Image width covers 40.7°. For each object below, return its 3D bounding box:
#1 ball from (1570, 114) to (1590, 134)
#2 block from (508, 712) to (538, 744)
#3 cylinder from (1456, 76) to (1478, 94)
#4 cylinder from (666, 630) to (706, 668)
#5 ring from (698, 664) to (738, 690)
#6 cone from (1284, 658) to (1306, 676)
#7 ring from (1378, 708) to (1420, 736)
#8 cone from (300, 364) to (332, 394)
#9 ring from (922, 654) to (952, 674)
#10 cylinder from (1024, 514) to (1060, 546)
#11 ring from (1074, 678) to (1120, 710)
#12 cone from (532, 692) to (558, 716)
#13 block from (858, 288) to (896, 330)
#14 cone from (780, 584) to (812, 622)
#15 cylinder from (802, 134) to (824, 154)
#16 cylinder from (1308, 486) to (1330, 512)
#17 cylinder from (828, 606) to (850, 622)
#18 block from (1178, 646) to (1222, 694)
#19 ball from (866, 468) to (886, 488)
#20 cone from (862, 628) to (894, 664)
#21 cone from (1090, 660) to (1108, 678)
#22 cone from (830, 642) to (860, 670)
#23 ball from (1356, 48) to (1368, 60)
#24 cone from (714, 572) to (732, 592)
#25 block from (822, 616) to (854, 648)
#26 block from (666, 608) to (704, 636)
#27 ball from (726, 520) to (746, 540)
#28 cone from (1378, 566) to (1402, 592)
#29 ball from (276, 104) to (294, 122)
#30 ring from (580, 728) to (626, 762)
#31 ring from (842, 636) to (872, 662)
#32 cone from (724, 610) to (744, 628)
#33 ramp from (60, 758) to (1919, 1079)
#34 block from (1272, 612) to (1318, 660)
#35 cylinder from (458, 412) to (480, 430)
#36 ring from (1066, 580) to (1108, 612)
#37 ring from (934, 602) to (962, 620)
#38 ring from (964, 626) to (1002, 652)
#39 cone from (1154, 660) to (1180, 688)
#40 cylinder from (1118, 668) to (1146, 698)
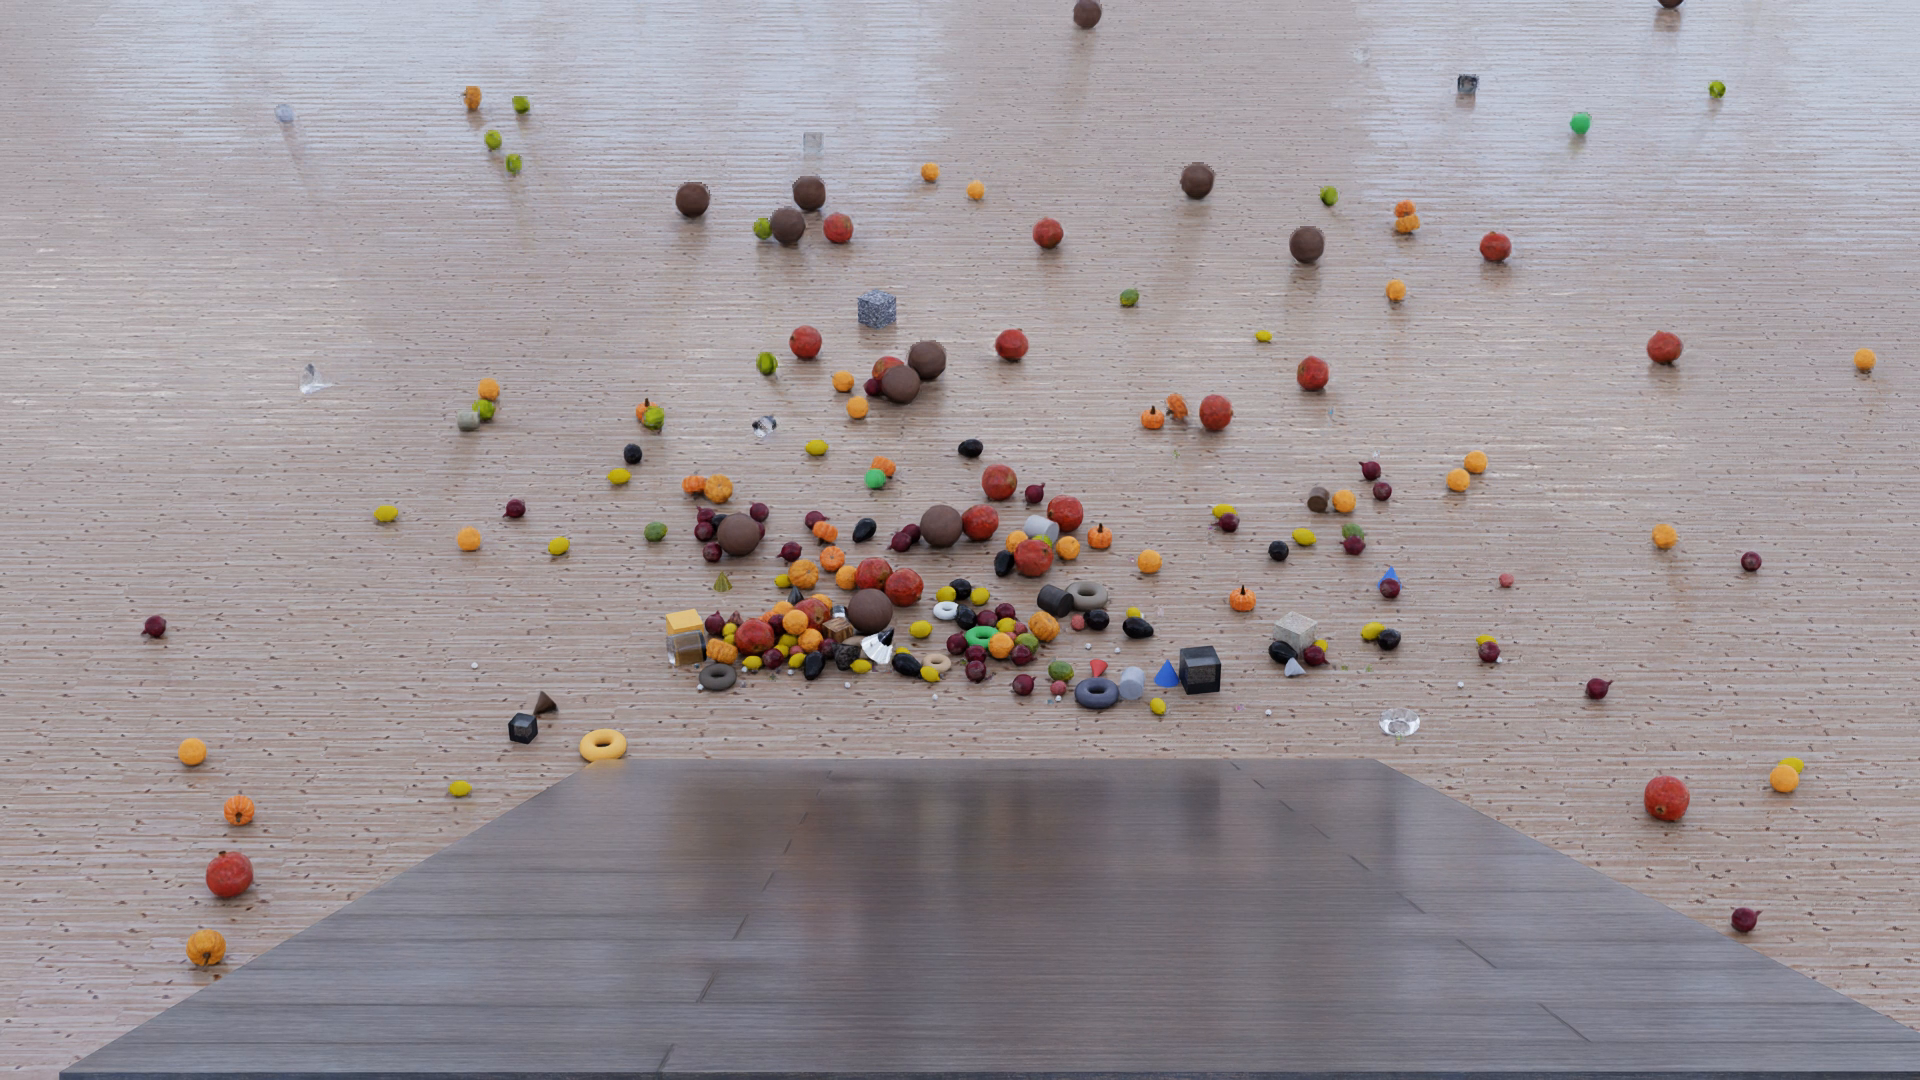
[{"bbox_3d":[2.542,-1.704,10.601,0.082,0.082,0.082,0,31,0],"label":"ball"},{"bbox_3d":[-1.164,0.502,6.894,0.055,0.055,0.055,11,32,17],"label":"block"},{"bbox_3d":[2.156,-1.936,11.003,0.072,0.072,0.072,11,32,19],"label":"cylinder"},{"bbox_3d":[-0.760,0.302,7.197,0.091,0.091,0.091,-11,32,-18],"label":"cylinder"},{"bbox_3d":[-0.666,0.377,7.126,0.106,0.035,0.106,0,32,0],"label":"ring"},{"bbox_3d":[0.936,0.360,7.165,0.054,0.054,0.054,21,26,-18],"label":"cone"},{"bbox_3d":[1.178,0.487,6.939,0.109,0.036,0.109,-1,31,1],"label":"ring"},{"bbox_3d":[-2.136,-0.530,8.651,0.098,0.098,0.098,11,19,-39],"label":"cone"},{"bbox_3d":[-0.066,0.344,7.188,0.084,0.028,0.084,1,29,0],"label":"ring"},{"bbox_3d":[0.244,-0.029,7.771,0.077,0.077,0.077,22,37,32],"label":"cylinder"},{"bbox_3d":[0.373,0.417,7.052,0.124,0.041,0.124,-1,31,1],"label":"ring"},{"bbox_3d":[-1.134,0.452,7.004,0.064,0.064,0.064,-45,47,-15],"label":"cone"},{"bbox_3d":[-0.291,-0.809,9.073,0.096,0.096,0.096,23,37,33],"label":"block"},{"bbox_3d":[-0.471,0.167,7.421,0.095,0.095,0.095,0,31,0],"label":"cone"},{"bbox_3d":[-0.589,-1.597,10.424,0.077,0.077,0.077,3,31,5],"label":"cylinder"},{"bbox_3d":[1.101,-0.124,7.949,0.060,0.060,0.060,7,31,12],"label":"cylinder"},{"bbox_3d":[-0.343,0.226,7.356,0.060,0.060,0.060,-2,31,-4],"label":"cylinder"},{"bbox_3d":[0.658,0.357,7.103,0.092,0.092,0.092,-5,31,-9],"label":"block"},{"bbox_3d":[-0.261,-0.191,8.059,0.063,0.063,0.063,0,31,0],"label":"ball"},{"bbox_3d":[-0.208,0.275,7.201,0.095,0.095,0.095,26,34,-20],"label":"cone"},{"bbox_3d":[0.379,0.365,7.156,0.052,0.052,0.052,8,58,12],"label":"cone"},{"bbox_3d":[-0.334,0.305,7.186,0.084,0.084,0.084,-24,48,-34],"label":"cone"},{"bbox_3d":[1.762,-2.127,11.342,0.056,0.056,0.056,0,31,0],"label":"ball"},{"bbox_3d":[-0.694,0.112,7.552,0.057,0.057,0.057,0,31,0],"label":"cone"},{"bbox_3d":[-0.345,0.264,7.290,0.062,0.062,0.062,-25,39,-35],"label":"block"},{"bbox_3d":[-0.772,0.258,7.277,0.085,0.085,0.085,-11,32,-18],"label":"block"},{"bbox_3d":[-0.673,-0.030,7.790,0.060,0.060,0.060,0,31,0],"label":"ball"},{"bbox_3d":[1.257,0.104,7.551,0.071,0.071,0.071,0,31,0],"label":"cone"},{"bbox_3d":[-2.792,-1.763,10.709,0.073,0.073,0.073,0,31,0],"label":"ball"},{"bbox_3d":[-0.943,0.544,6.837,0.126,0.042,0.126,-1,31,1],"label":"ring"},{"bbox_3d":[-0.285,0.306,7.246,0.107,0.036,0.107,0,32,0],"label":"ring"},{"bbox_3d":[-0.652,0.236,7.375,0.054,0.054,0.054,-35,30,11],"label":"cone"},{"bbox_3d":[0.068,0.607,4.673,2.000,0.100,4.000,0,0,0],"label":"ramp"},{"bbox_3d":[0.939,0.269,7.256,0.088,0.088,0.088,24,38,34],"label":"block"},{"bbox_3d":[-1.593,-0.386,8.391,0.060,0.060,0.060,-2,31,-3],"label":"cylinder"},{"bbox_3d":[0.365,0.162,7.482,0.130,0.043,0.130,1,31,-1],"label":"ring"},{"bbox_3d":[-0.037,0.203,7.428,0.081,0.027,0.081,1,30,-1],"label":"ring"},{"bbox_3d":[0.065,0.279,7.291,0.109,0.036,0.109,-1,30,0],"label":"ring"},{"bbox_3d":[0.571,0.356,7.125,0.071,0.071,0.071,0,31,0],"label":"cone"},{"bbox_3d":[0.470,0.391,7.071,0.066,0.066,0.066,9,19,15],"label":"cylinder"}]
